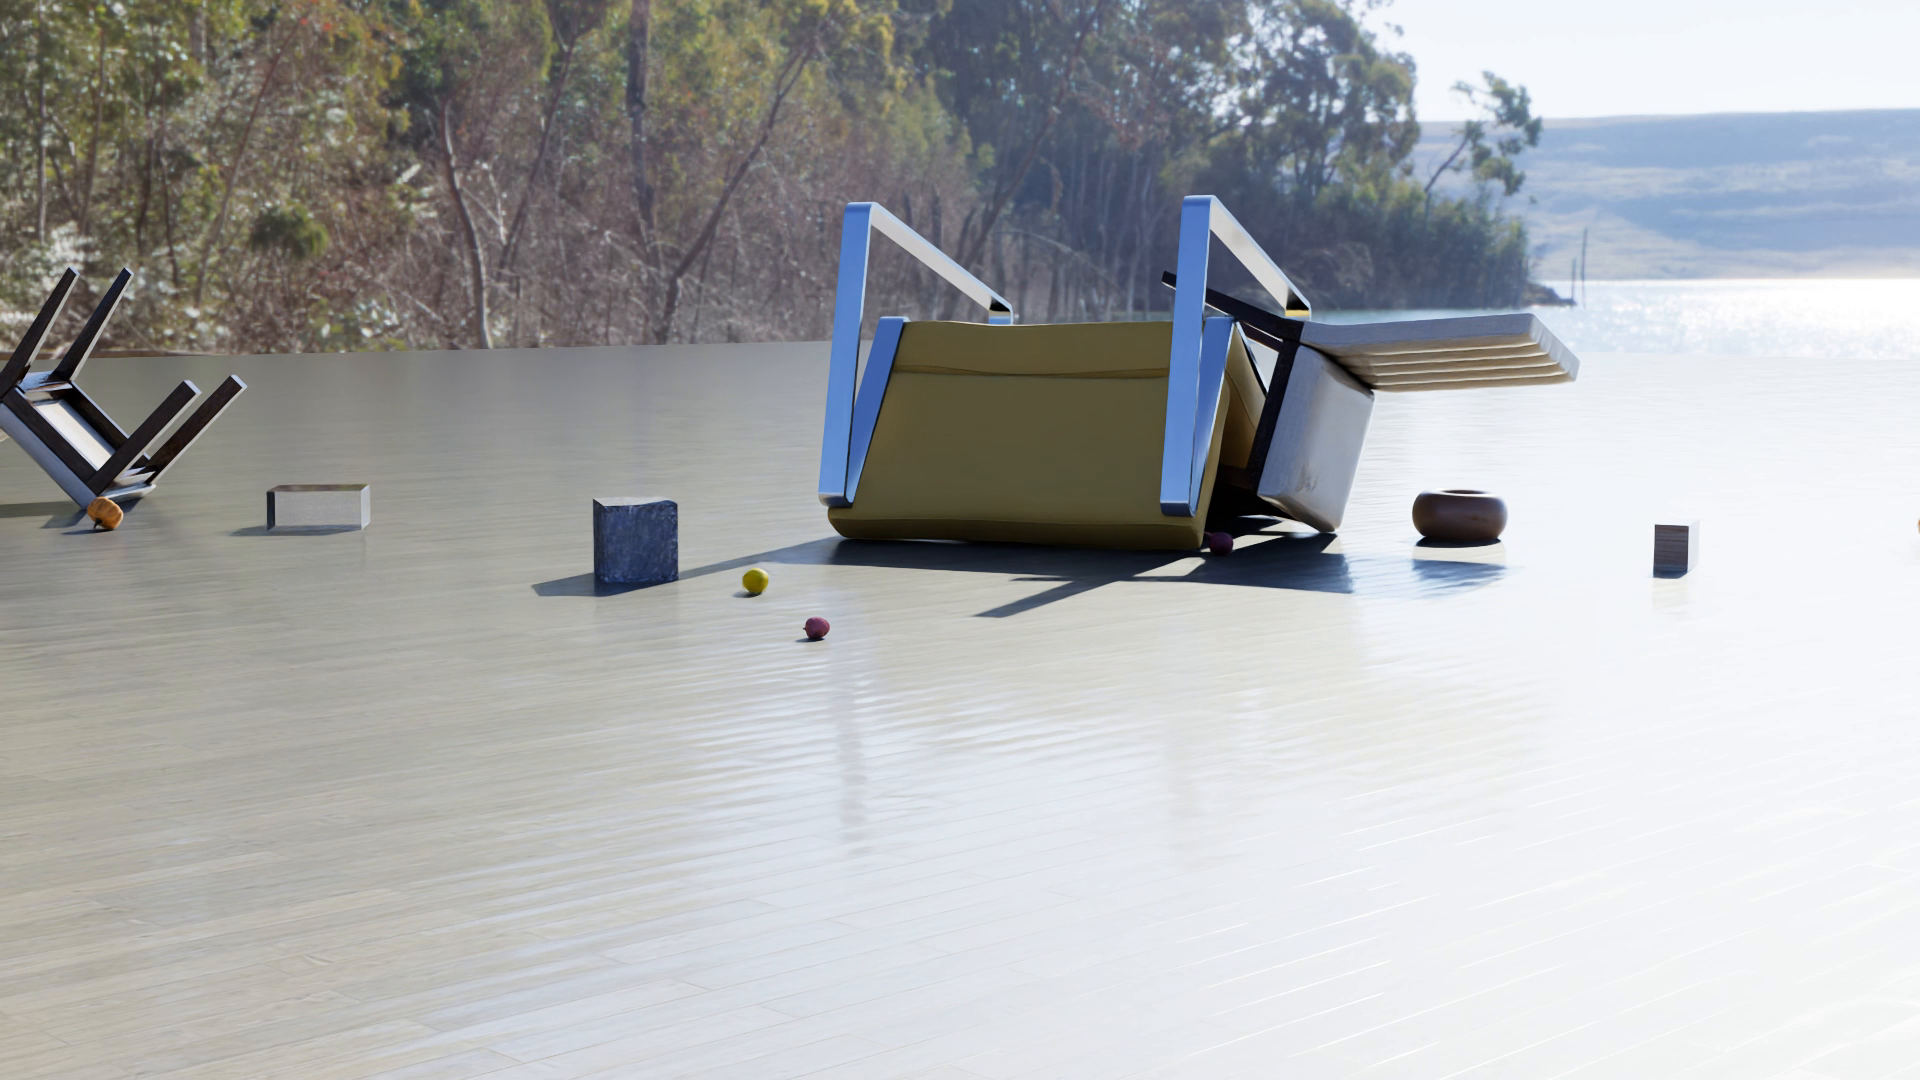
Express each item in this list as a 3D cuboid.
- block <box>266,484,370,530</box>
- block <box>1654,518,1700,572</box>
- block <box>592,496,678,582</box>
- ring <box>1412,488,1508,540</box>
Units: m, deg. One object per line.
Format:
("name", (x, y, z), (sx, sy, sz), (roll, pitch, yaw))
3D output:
("block", (-1.687, -0.087, 6.758), (0.239, 0.101, 0.221), (-1, 6, -7))
("block", (1.624, 0.010, 5.815), (0.076, 0.103, 0.163), (3, 6, 24))
("block", (-0.713, -0.003, 5.633), (0.159, 0.166, 0.203), (-2, 6, -15))
("ring", (1.260, -0.064, 6.469), (0.242, 0.118, 0.231), (0, 7, -14))
